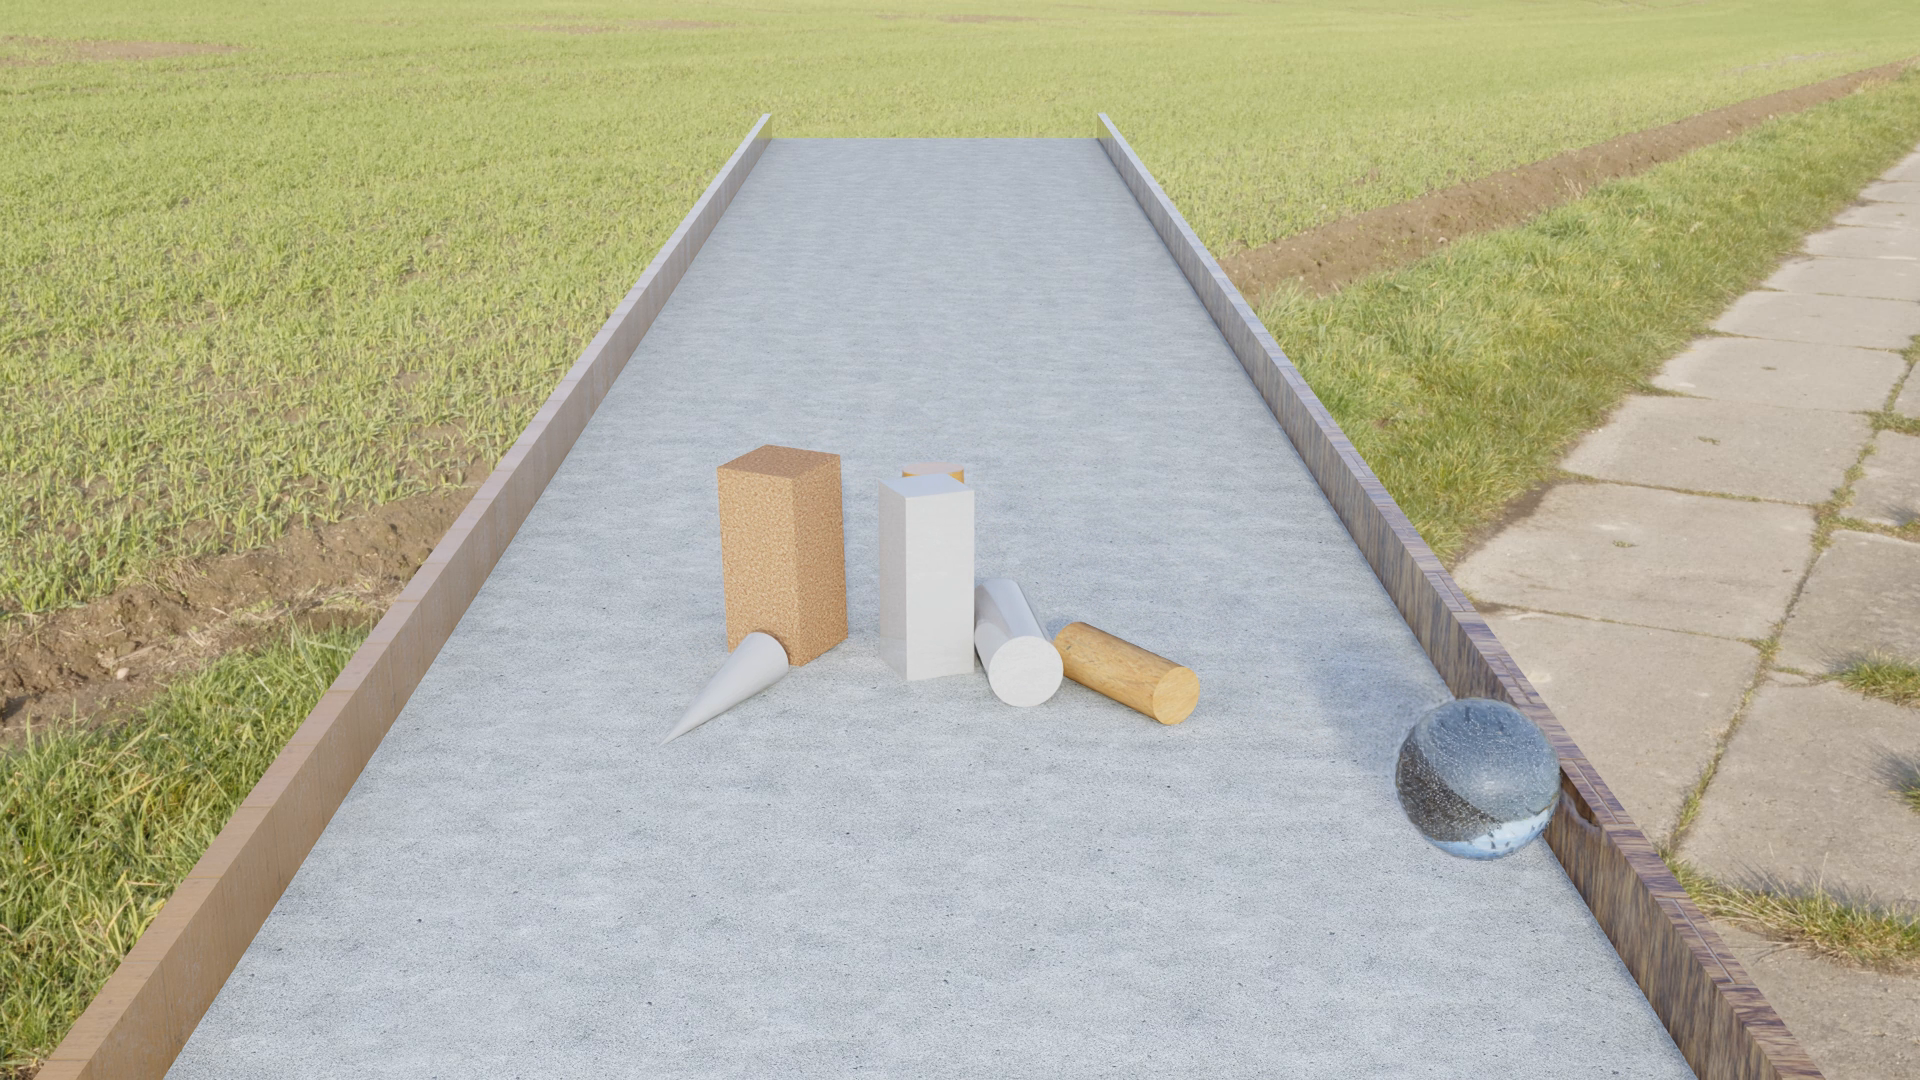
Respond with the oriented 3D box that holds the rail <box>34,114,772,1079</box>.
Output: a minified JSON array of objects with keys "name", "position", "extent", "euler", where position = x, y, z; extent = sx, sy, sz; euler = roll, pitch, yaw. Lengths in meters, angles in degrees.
[{"name":"rail","position":[-1.118,-0.838,7.780],"extent":[0.050,0.150,12.000],"euler":[0,17,-1]}]

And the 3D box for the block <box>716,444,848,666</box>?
[{"name":"block","position":[-0.355,0.029,4.427],"extent":[0.177,0.393,0.177],"euler":[9,22,28]}]

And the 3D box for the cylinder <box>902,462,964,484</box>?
[{"name":"cylinder","position":[-0.051,0.023,4.527],"extent":[0.127,0.348,0.127],"euler":[-1,14,0]}]

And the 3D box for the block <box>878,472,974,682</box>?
[{"name":"block","position":[-0.066,0.071,4.334],"extent":[0.143,0.372,0.143],"euler":[-7,18,-22]}]

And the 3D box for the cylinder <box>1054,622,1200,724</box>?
[{"name":"cylinder","position":[0.312,0.251,4.185],"extent":[0.112,0.112,0.313],"euler":[-11,20,-32]}]

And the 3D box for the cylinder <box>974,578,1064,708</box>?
[{"name":"cylinder","position":[0.102,0.197,4.313],"extent":[0.143,0.143,0.360],"euler":[-2,17,-7]}]

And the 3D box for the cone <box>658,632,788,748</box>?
[{"name":"cone","position":[-0.464,0.303,4.113],"extent":[0.110,0.110,0.380],"euler":[8,27,25]}]

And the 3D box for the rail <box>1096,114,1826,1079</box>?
[{"name":"rail","position":[0.932,-0.844,7.801],"extent":[0.050,0.150,12.000],"euler":[0,17,-1]}]

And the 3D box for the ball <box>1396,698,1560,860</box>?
[{"name":"ball","position":[0.824,0.379,3.502],"extent":[0.257,0.257,0.257],"euler":[0,17,0]}]
